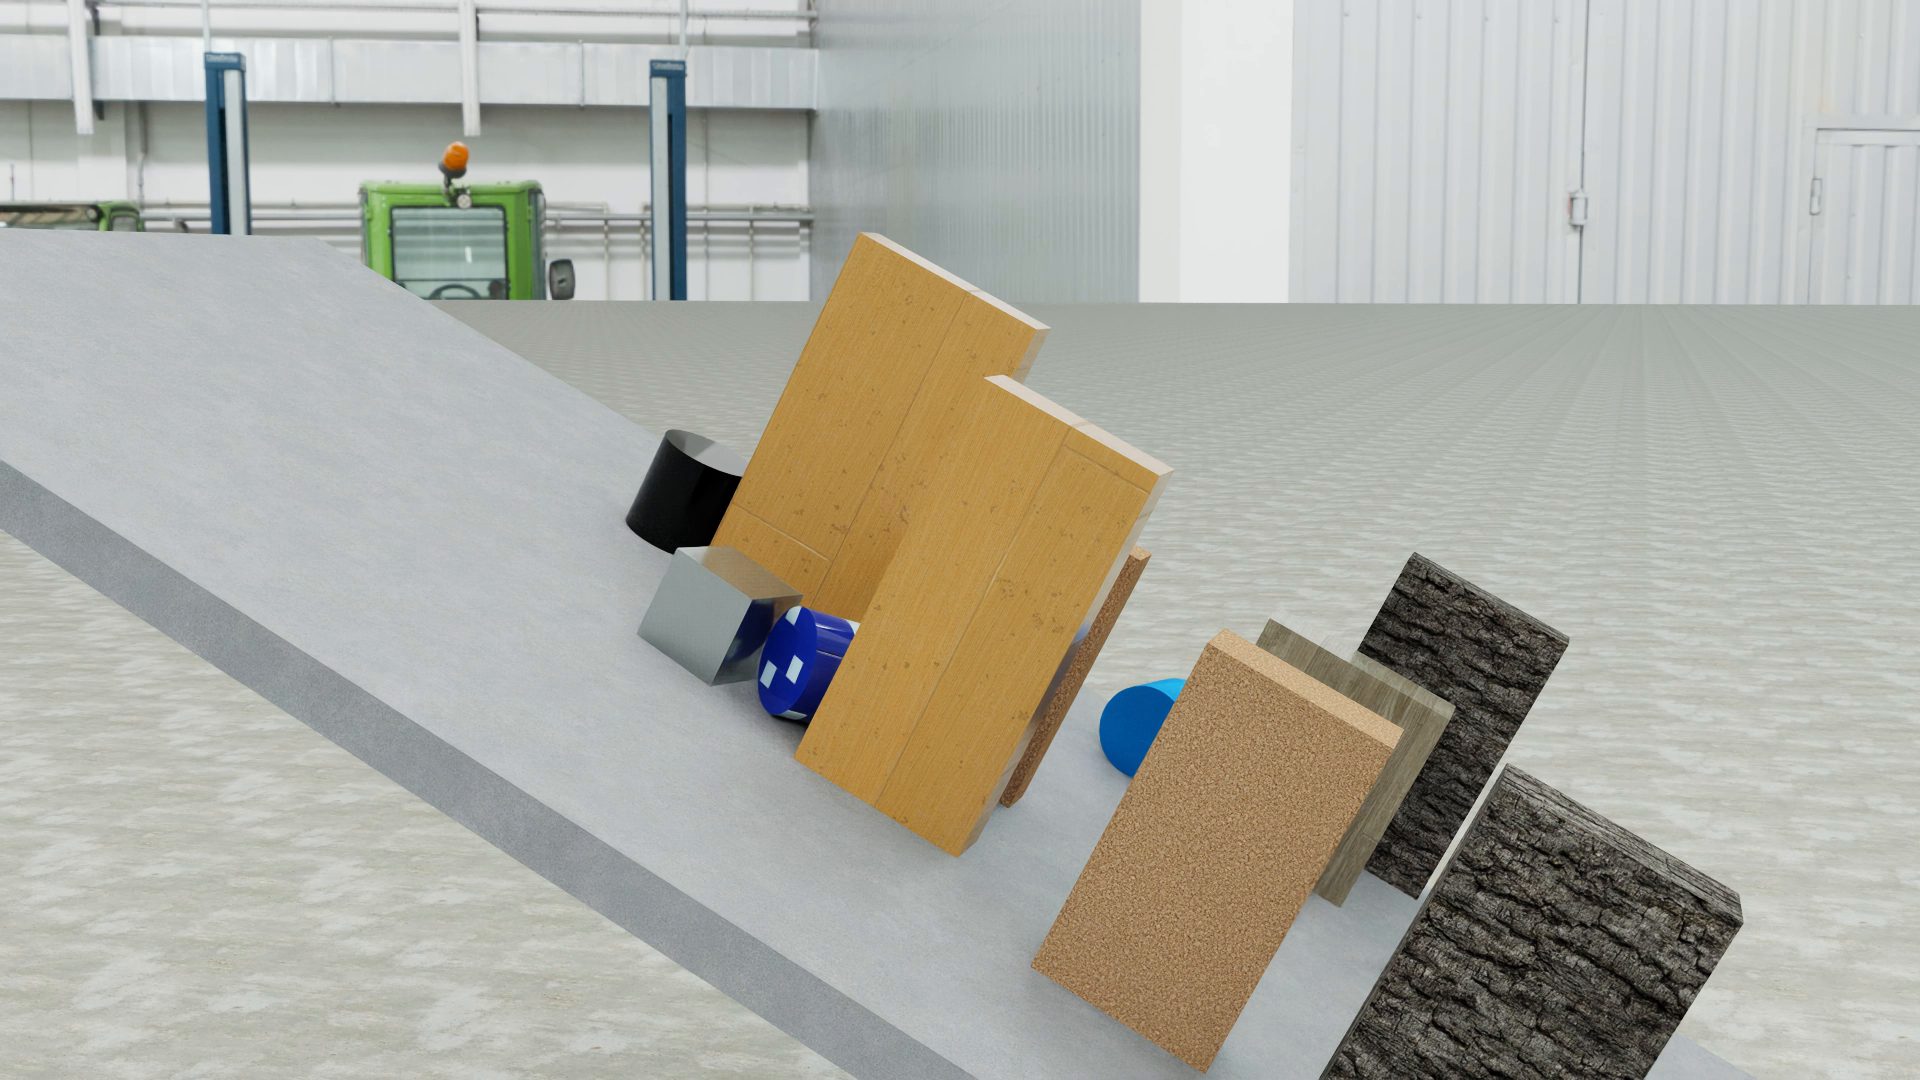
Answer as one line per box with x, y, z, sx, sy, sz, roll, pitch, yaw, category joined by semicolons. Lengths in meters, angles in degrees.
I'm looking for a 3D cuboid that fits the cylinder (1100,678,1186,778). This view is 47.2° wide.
0.422;0.398;4.658;0.195;0.195;0.195;3;3;26;cylinder

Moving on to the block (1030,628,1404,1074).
0.401;0.486;3.454;0.319;0.602;0.149;30;14;12;block

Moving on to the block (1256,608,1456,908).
0.717;0.443;4.505;0.406;0.451;0.145;30;14;12;block

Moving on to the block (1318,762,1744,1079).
0.765;0.712;3.128;0.361;0.687;0.148;30;14;12;block

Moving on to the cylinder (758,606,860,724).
-0.230;0.243;4.008;0.201;0.201;0.201;18;-4;-32;cylinder

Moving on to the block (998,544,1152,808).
0.062;0.170;4.109;0.379;0.535;0.099;30;14;12;block

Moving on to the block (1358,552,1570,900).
0.983;0.400;4.745;0.372;0.643;0.108;30;14;12;block

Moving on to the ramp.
-0.227;0.378;4.150;4.000;0.100;2.000;30;14;12;ramp

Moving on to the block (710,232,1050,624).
-0.178;-0.186;4.469;0.412;0.766;0.109;30;14;12;block

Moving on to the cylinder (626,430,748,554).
-0.564;-0.093;4.596;0.204;0.204;0.204;25;14;-7;cylinder

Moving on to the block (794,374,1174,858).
0.035;0.130;3.755;0.336;0.749;0.121;30;14;12;block

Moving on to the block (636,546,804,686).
-0.440;0.136;4.043;0.182;0.182;0.182;33;15;22;block
